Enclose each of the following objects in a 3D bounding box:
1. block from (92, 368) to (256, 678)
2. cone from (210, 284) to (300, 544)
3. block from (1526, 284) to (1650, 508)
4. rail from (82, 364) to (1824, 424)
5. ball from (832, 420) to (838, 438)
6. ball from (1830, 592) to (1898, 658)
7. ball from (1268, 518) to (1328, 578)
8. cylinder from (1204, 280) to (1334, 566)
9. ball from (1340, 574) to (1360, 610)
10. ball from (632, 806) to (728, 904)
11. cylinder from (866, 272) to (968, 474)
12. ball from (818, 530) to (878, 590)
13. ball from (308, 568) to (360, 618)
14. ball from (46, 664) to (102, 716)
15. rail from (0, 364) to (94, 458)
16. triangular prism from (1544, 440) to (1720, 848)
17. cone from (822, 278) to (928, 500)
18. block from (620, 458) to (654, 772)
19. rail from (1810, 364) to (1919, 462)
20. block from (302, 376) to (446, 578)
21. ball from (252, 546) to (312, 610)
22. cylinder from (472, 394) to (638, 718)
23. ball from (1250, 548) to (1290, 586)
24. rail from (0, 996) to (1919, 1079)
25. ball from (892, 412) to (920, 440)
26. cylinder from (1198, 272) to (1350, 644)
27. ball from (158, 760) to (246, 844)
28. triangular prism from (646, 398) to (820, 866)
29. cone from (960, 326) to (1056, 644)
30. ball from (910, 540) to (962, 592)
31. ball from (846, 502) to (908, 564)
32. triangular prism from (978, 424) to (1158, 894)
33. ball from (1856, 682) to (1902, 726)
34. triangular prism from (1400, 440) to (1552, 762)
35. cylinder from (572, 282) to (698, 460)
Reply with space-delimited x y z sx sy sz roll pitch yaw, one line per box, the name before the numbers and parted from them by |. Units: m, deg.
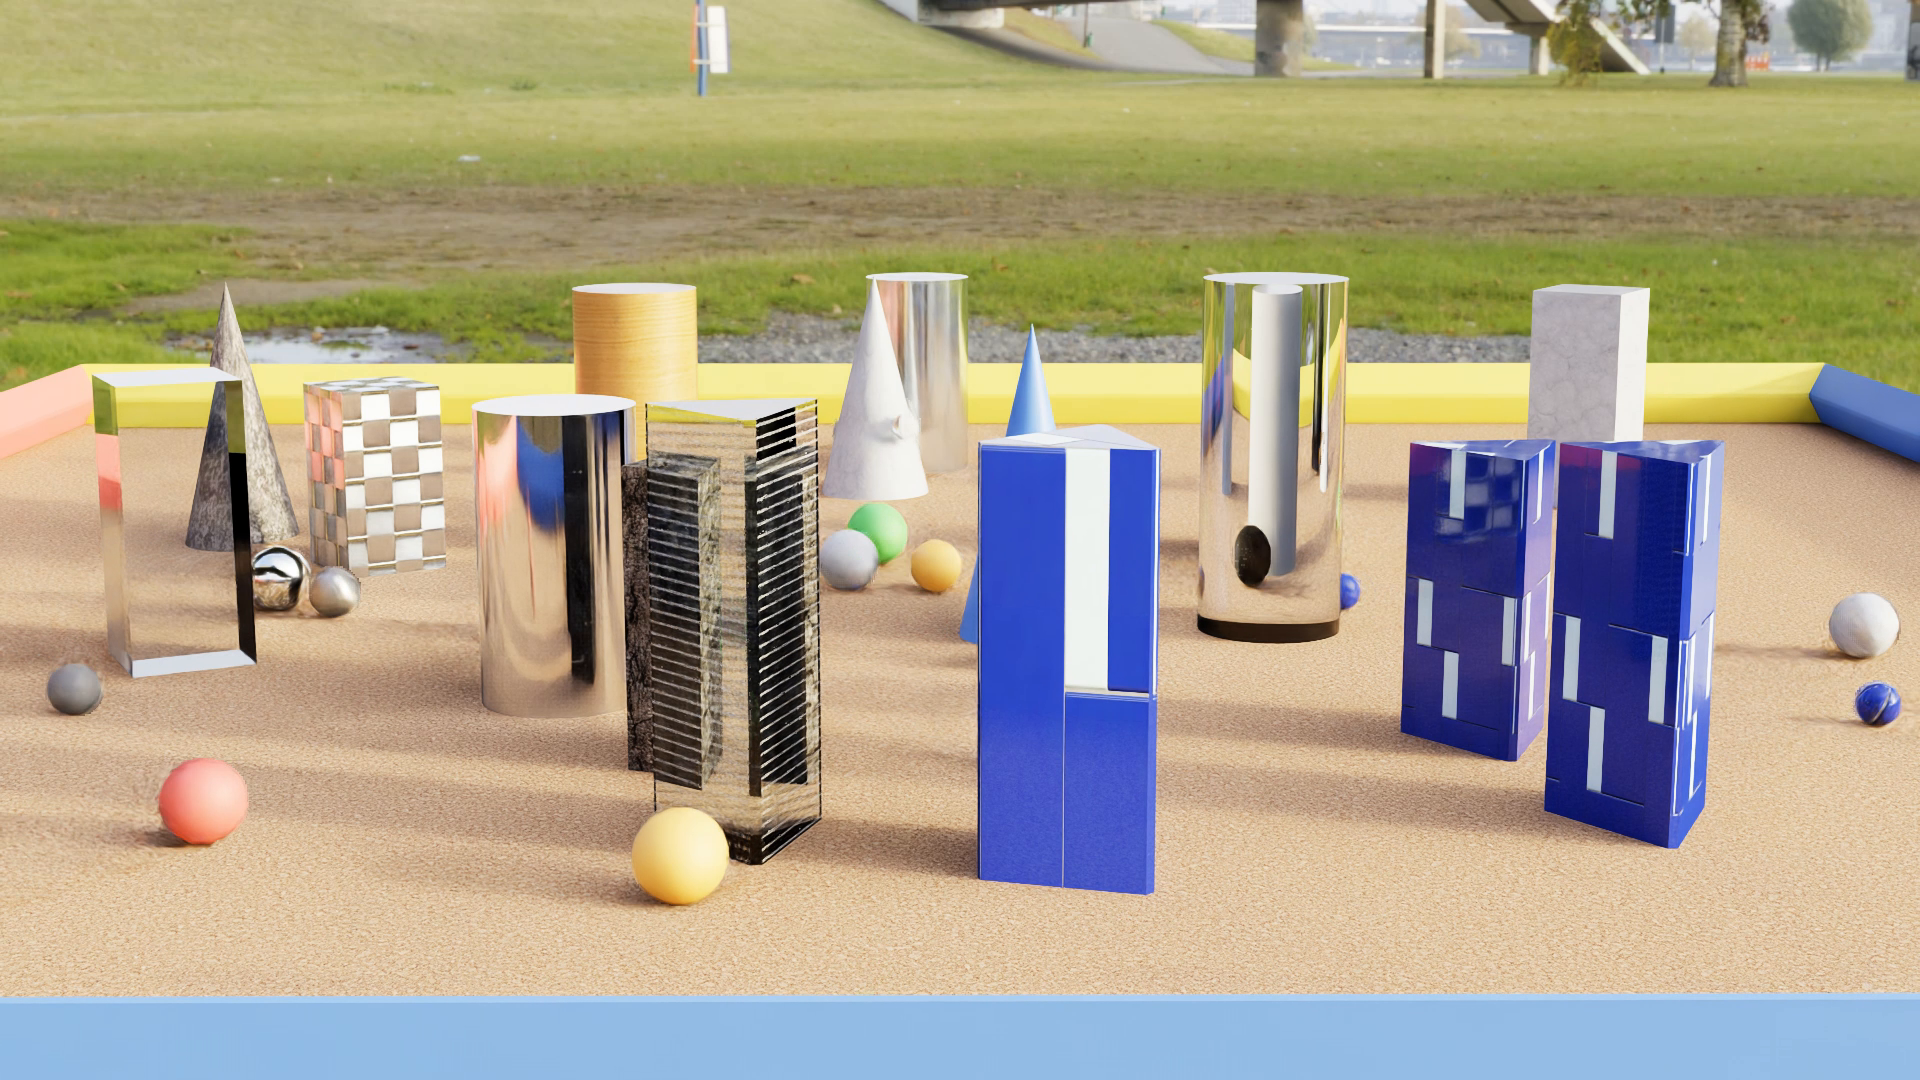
block | -0.959 -0.025 3.131 0.147 0.349 0.147 -6 12 -28
cone | -1.121 -0.202 3.951 0.184 0.394 0.184 0 11 0
block | 1.038 -0.237 4.246 0.147 0.355 0.147 7 12 32
rail | -0.010 -0.293 5.181 3.533 0.119 0.045 0 11 0
ball | -0.214 -0.205 4.878 0.059 0.059 0.059 0 11 0
ball | 1.113 0.105 3.160 0.081 0.081 0.081 0 11 0
ball | 0.480 0.012 3.646 0.086 0.086 0.086 0 11 0
cylinder | 0.455 -0.176 3.788 0.184 0.403 0.184 0 11 0
ball | 0.512 0.069 3.442 0.049 0.049 0.049 0 11 0
ball | -0.244 0.276 2.243 0.084 0.084 0.084 0 11 0
cylinder | -0.077 -0.304 4.634 0.184 0.343 0.184 0 11 0
ball | -0.155 0.028 3.566 0.085 0.085 0.085 0 11 0
ball | -0.829 0.069 3.395 0.066 0.066 0.066 0 11 0
ball | -0.998 0.168 2.889 0.058 0.058 0.058 0 11 0
rail | -1.743 0.033 3.440 0.045 0.119 3.571 0 11 0
triangular prism | 0.678 0.091 2.469 0.138 0.365 0.159 -7 13 -35
cone | -0.145 -0.266 4.354 0.184 0.371 0.184 0 11 0
block | -0.249 0.074 2.679 0.147 0.320 0.147 4 11 21
rail | 1.743 0.029 3.460 0.045 0.119 3.571 0 11 0
block | -0.850 -0.094 3.724 0.147 0.265 0.147 -7 13 -35
ball | -0.912 0.051 3.438 0.086 0.086 0.086 0 11 0
cylinder | -0.459 0.015 2.933 0.184 0.342 0.184 0 11 0
ball | 0.435 0.037 3.594 0.055 0.055 0.055 0 11 0
rail | 0.010 0.355 1.718 3.533 0.119 0.045 0 11 0
ball | -0.091 -0.190 4.300 0.046 0.046 0.046 0 11 0
cylinder | 0.400 -0.109 3.292 0.184 0.454 0.184 0 11 0
ball | -0.712 0.246 2.414 0.079 0.079 0.079 0 11 0
triangular prism | -0.188 0.077 2.416 0.138 0.412 0.159 -9 14 -41
cone | 0.091 -0.077 3.263 0.184 0.402 0.184 0 11 0
ball | -0.034 0.035 3.562 0.071 0.071 0.071 0 11 0
ball | -0.122 -0.009 3.751 0.089 0.089 0.089 0 11 0
triangular prism | 0.111 0.102 2.320 0.159 0.397 0.138 3 11 16
ball | 1.017 0.182 2.840 0.049 0.049 0.049 0 11 0
triangular prism | 0.588 0.056 2.771 0.138 0.321 0.159 -8 13 -36
cylinder | -0.484 -0.182 3.852 0.184 0.392 0.184 0 11 0
